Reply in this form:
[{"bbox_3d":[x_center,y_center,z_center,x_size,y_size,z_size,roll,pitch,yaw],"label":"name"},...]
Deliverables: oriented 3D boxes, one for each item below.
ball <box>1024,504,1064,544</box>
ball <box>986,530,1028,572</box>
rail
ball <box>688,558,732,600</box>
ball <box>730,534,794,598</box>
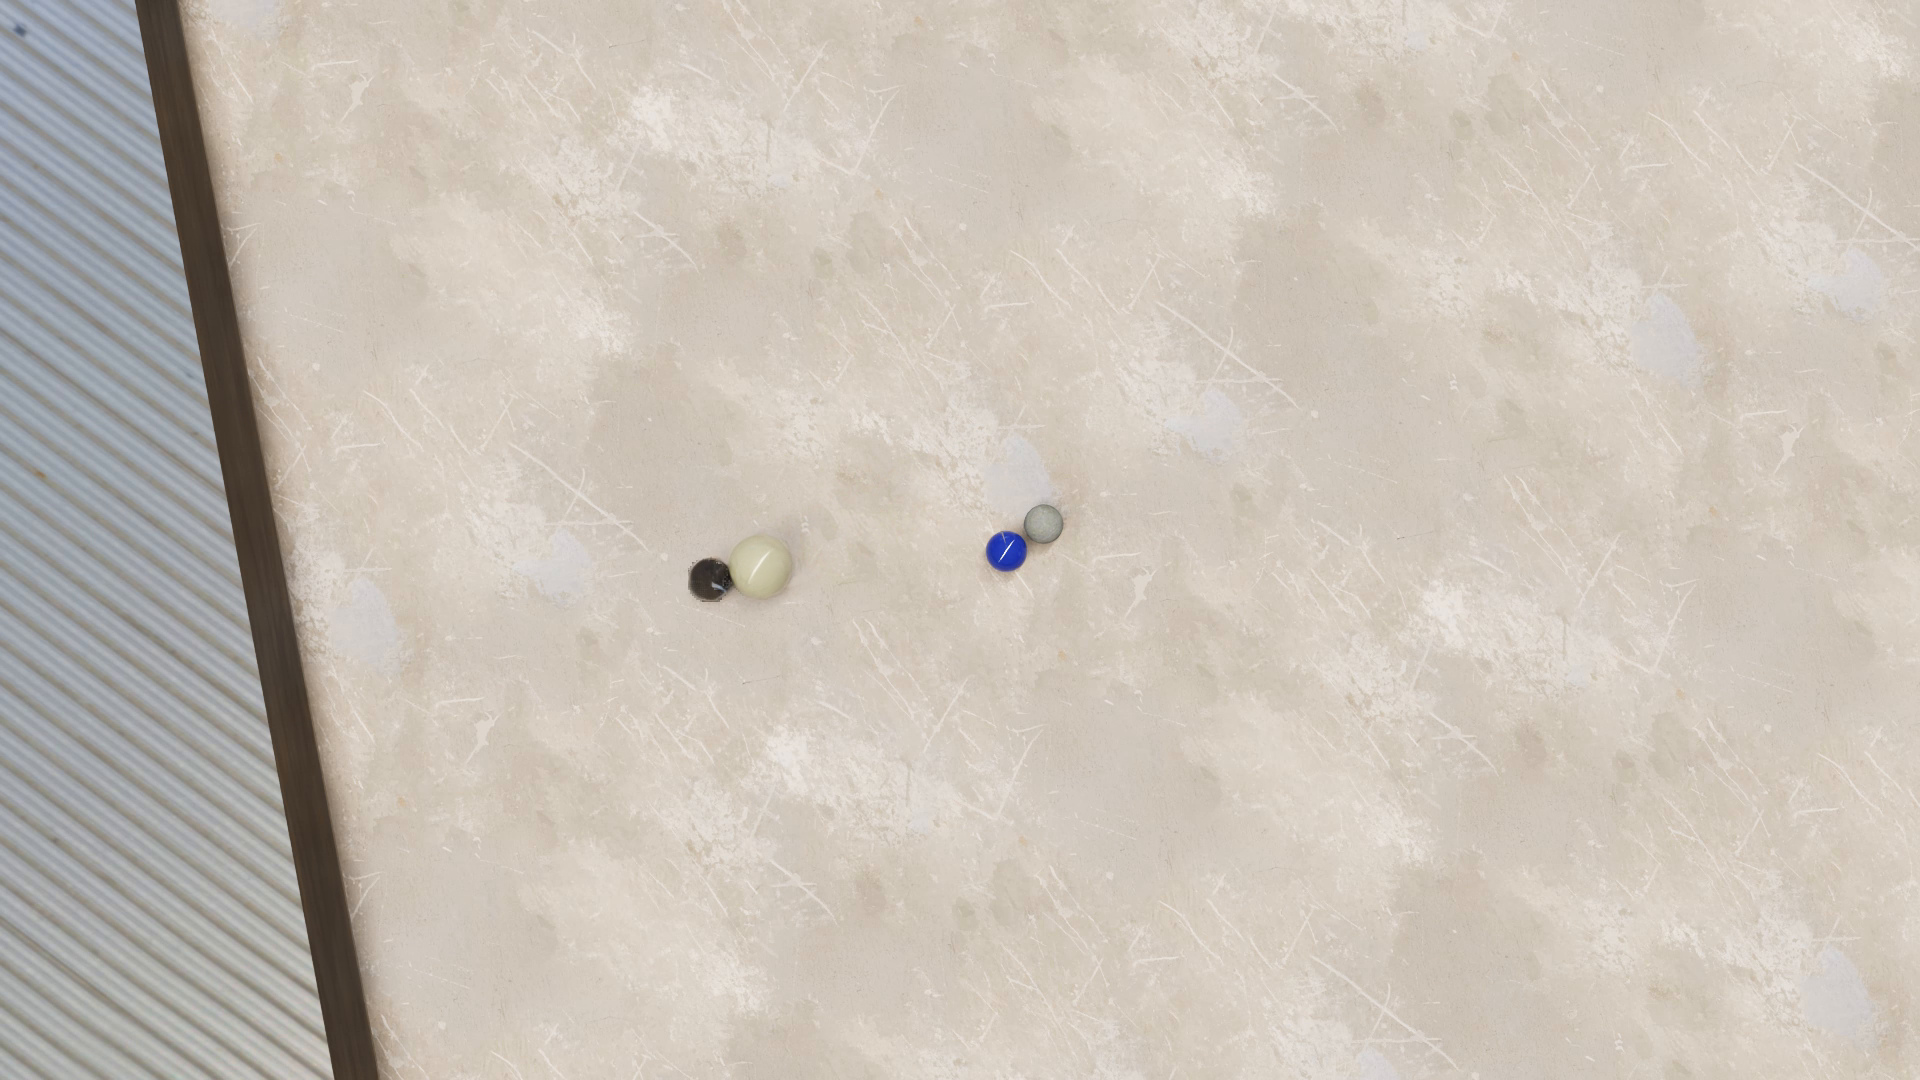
[{"bbox_3d":[0.124,-0.024,3.263,0.059,0.059,0.059,0,83,0],"label":"ball"},{"bbox_3d":[0.069,0.017,3.257,0.063,0.063,0.063,0,83,0],"label":"ball"},{"bbox_3d":[-0.976,0.211,3.203,0.045,0.122,2.377,-12,84,-1],"label":"rail"},{"bbox_3d":[-0.369,0.058,3.252,0.063,0.063,0.063,0,83,0],"label":"ball"},{"bbox_3d":[-0.293,0.038,3.238,0.094,0.094,0.094,0,83,0],"label":"ball"}]
